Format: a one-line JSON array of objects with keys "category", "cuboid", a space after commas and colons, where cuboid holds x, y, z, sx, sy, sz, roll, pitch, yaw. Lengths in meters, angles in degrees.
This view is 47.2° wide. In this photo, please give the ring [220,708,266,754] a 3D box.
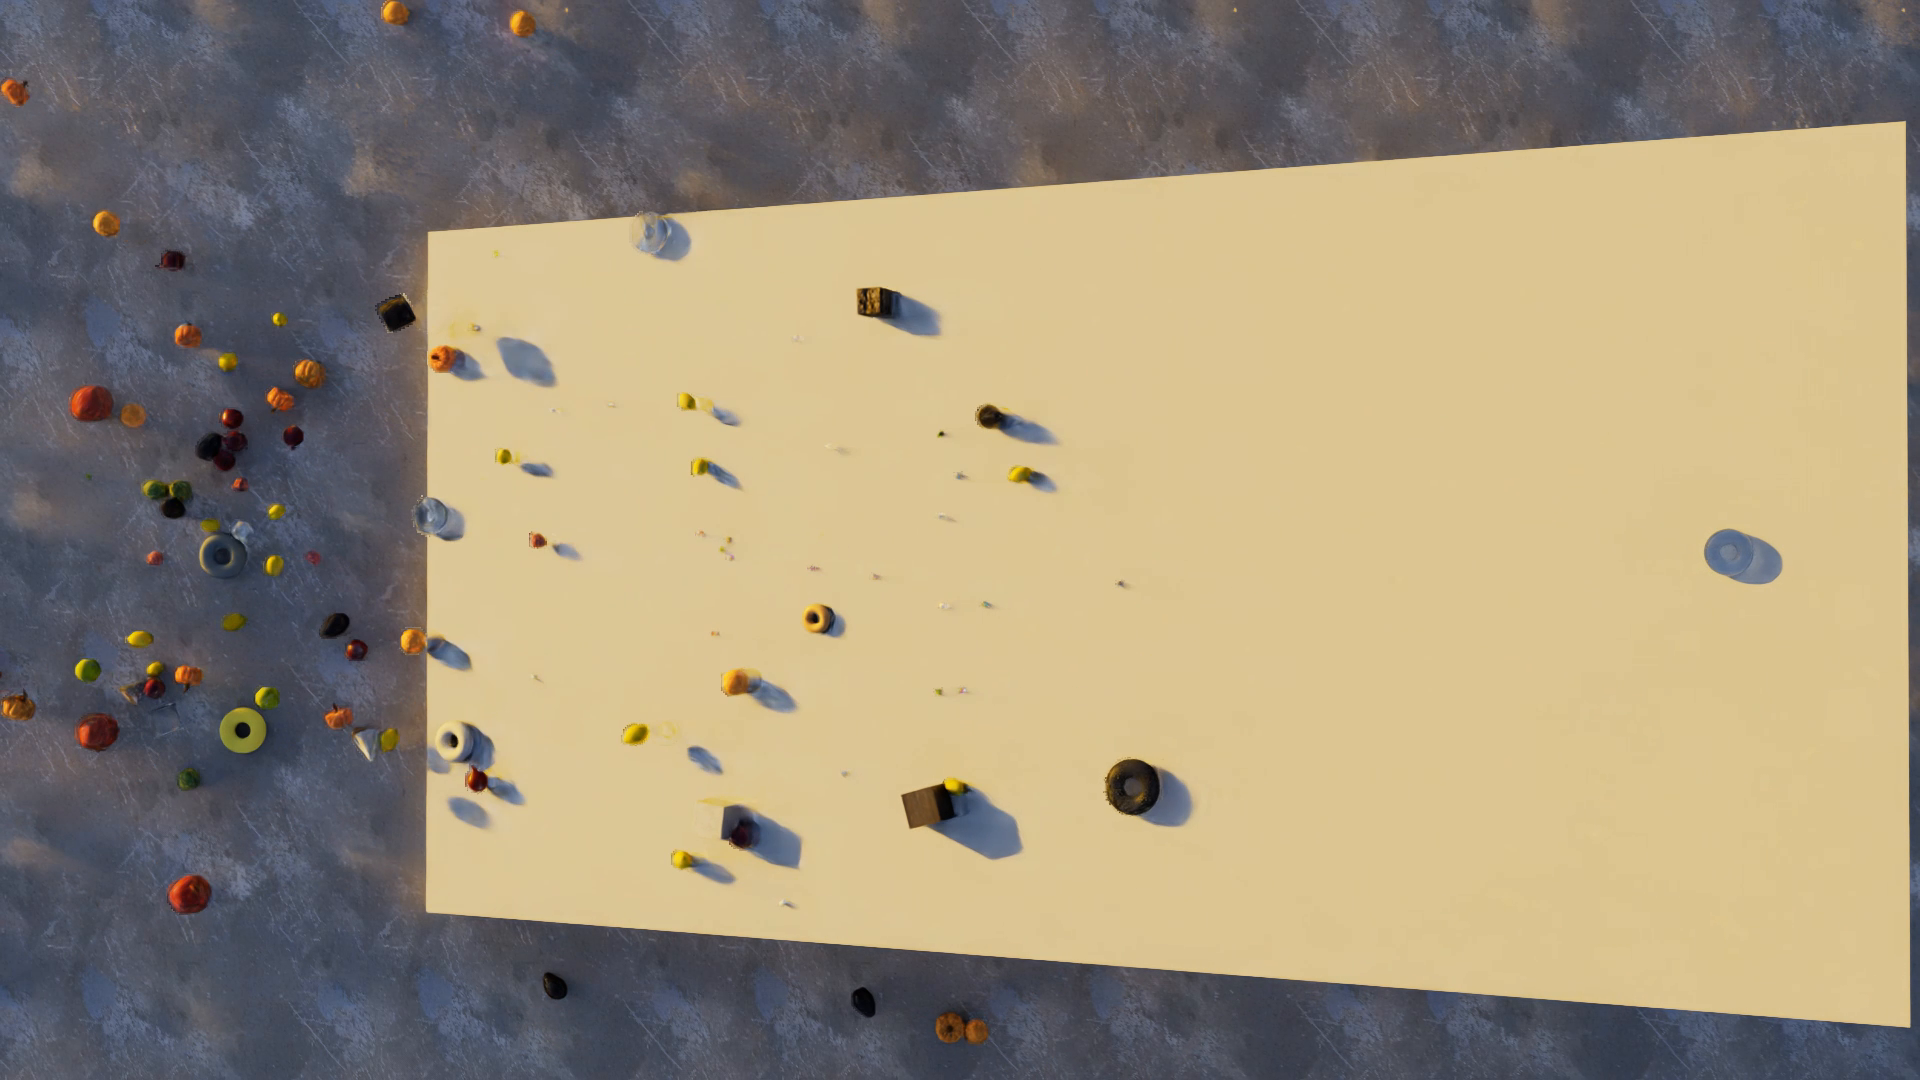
[{"category": "ring", "cuboid": [-2.130, 0.566, 6.532, 0.138, 0.046, 0.138, 0, 88, -1]}]

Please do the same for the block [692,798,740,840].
[{"category": "block", "cuboid": [-0.667, 0.763, 6.013, 0.092, 0.092, 0.092, 8, 92, 24]}]

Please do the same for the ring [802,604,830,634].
[{"category": "ring", "cuboid": [-0.388, 0.212, 5.932, 0.081, 0.027, 0.081, 0, 90, 24]}]

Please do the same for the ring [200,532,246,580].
[{"category": "ring", "cuboid": [-2.191, 0.047, 6.538, 0.139, 0.046, 0.139, 0, 90, 2]}]

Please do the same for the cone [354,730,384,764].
[{"category": "cone", "cuboid": [-1.741, 0.621, 6.491, 0.090, 0.090, 0.090, -15, 56, 0]}]

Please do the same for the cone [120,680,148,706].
[{"category": "cone", "cuboid": [-2.444, 0.441, 6.539, 0.076, 0.076, 0.076, 46, 59, 0]}]

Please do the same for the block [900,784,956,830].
[{"category": "block", "cuboid": [-0.083, 0.696, 5.756, 0.093, 0.093, 0.093, -18, 82, 23]}]

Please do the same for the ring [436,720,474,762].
[{"category": "ring", "cuboid": [-1.471, 0.585, 6.398, 0.124, 0.041, 0.124, -1, 89, 25]}]

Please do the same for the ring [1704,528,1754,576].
[{"category": "ring", "cuboid": [1.744, 0.028, 4.989, 0.108, 0.036, 0.108, 0, 91, 24]}]

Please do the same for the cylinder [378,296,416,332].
[{"category": "cylinder", "cuboid": [-1.620, -0.651, 6.326, 0.080, 0.080, 0.080, -28, 89, -12]}]

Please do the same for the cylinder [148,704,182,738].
[{"category": "cylinder", "cuboid": [-2.354, 0.534, 6.515, 0.077, 0.077, 0.077, -22, 82, 0]}]

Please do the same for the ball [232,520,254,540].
[{"category": "ball", "cuboid": [-2.124, -0.027, 6.509, 0.059, 0.059, 0.059, 0, 89, 0]}]

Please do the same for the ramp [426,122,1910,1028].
[{"category": "ramp", "cuboid": [0.283, 0.084, 5.707, 4.000, 0.100, 2.000, 0, 89, 24]}]

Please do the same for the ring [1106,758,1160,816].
[{"category": "ring", "cuboid": [0.435, 0.624, 5.553, 0.143, 0.048, 0.143, -1, 88, 25]}]

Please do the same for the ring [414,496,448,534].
[{"category": "ring", "cuboid": [-1.551, -0.072, 6.443, 0.112, 0.037, 0.112, 0, 90, 23]}]

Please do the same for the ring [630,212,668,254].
[{"category": "ring", "cuboid": [-0.868, -0.859, 6.150, 0.117, 0.039, 0.117, -1, 87, 24]}]

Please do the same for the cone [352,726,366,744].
[{"category": "cone", "cuboid": [-1.787, 0.583, 6.526, 0.056, 0.056, 0.056, 0, 89, 0]}]

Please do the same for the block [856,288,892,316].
[{"category": "block", "cuboid": [-0.229, -0.633, 5.850, 0.068, 0.068, 0.068, -1, 89, 24]}]
